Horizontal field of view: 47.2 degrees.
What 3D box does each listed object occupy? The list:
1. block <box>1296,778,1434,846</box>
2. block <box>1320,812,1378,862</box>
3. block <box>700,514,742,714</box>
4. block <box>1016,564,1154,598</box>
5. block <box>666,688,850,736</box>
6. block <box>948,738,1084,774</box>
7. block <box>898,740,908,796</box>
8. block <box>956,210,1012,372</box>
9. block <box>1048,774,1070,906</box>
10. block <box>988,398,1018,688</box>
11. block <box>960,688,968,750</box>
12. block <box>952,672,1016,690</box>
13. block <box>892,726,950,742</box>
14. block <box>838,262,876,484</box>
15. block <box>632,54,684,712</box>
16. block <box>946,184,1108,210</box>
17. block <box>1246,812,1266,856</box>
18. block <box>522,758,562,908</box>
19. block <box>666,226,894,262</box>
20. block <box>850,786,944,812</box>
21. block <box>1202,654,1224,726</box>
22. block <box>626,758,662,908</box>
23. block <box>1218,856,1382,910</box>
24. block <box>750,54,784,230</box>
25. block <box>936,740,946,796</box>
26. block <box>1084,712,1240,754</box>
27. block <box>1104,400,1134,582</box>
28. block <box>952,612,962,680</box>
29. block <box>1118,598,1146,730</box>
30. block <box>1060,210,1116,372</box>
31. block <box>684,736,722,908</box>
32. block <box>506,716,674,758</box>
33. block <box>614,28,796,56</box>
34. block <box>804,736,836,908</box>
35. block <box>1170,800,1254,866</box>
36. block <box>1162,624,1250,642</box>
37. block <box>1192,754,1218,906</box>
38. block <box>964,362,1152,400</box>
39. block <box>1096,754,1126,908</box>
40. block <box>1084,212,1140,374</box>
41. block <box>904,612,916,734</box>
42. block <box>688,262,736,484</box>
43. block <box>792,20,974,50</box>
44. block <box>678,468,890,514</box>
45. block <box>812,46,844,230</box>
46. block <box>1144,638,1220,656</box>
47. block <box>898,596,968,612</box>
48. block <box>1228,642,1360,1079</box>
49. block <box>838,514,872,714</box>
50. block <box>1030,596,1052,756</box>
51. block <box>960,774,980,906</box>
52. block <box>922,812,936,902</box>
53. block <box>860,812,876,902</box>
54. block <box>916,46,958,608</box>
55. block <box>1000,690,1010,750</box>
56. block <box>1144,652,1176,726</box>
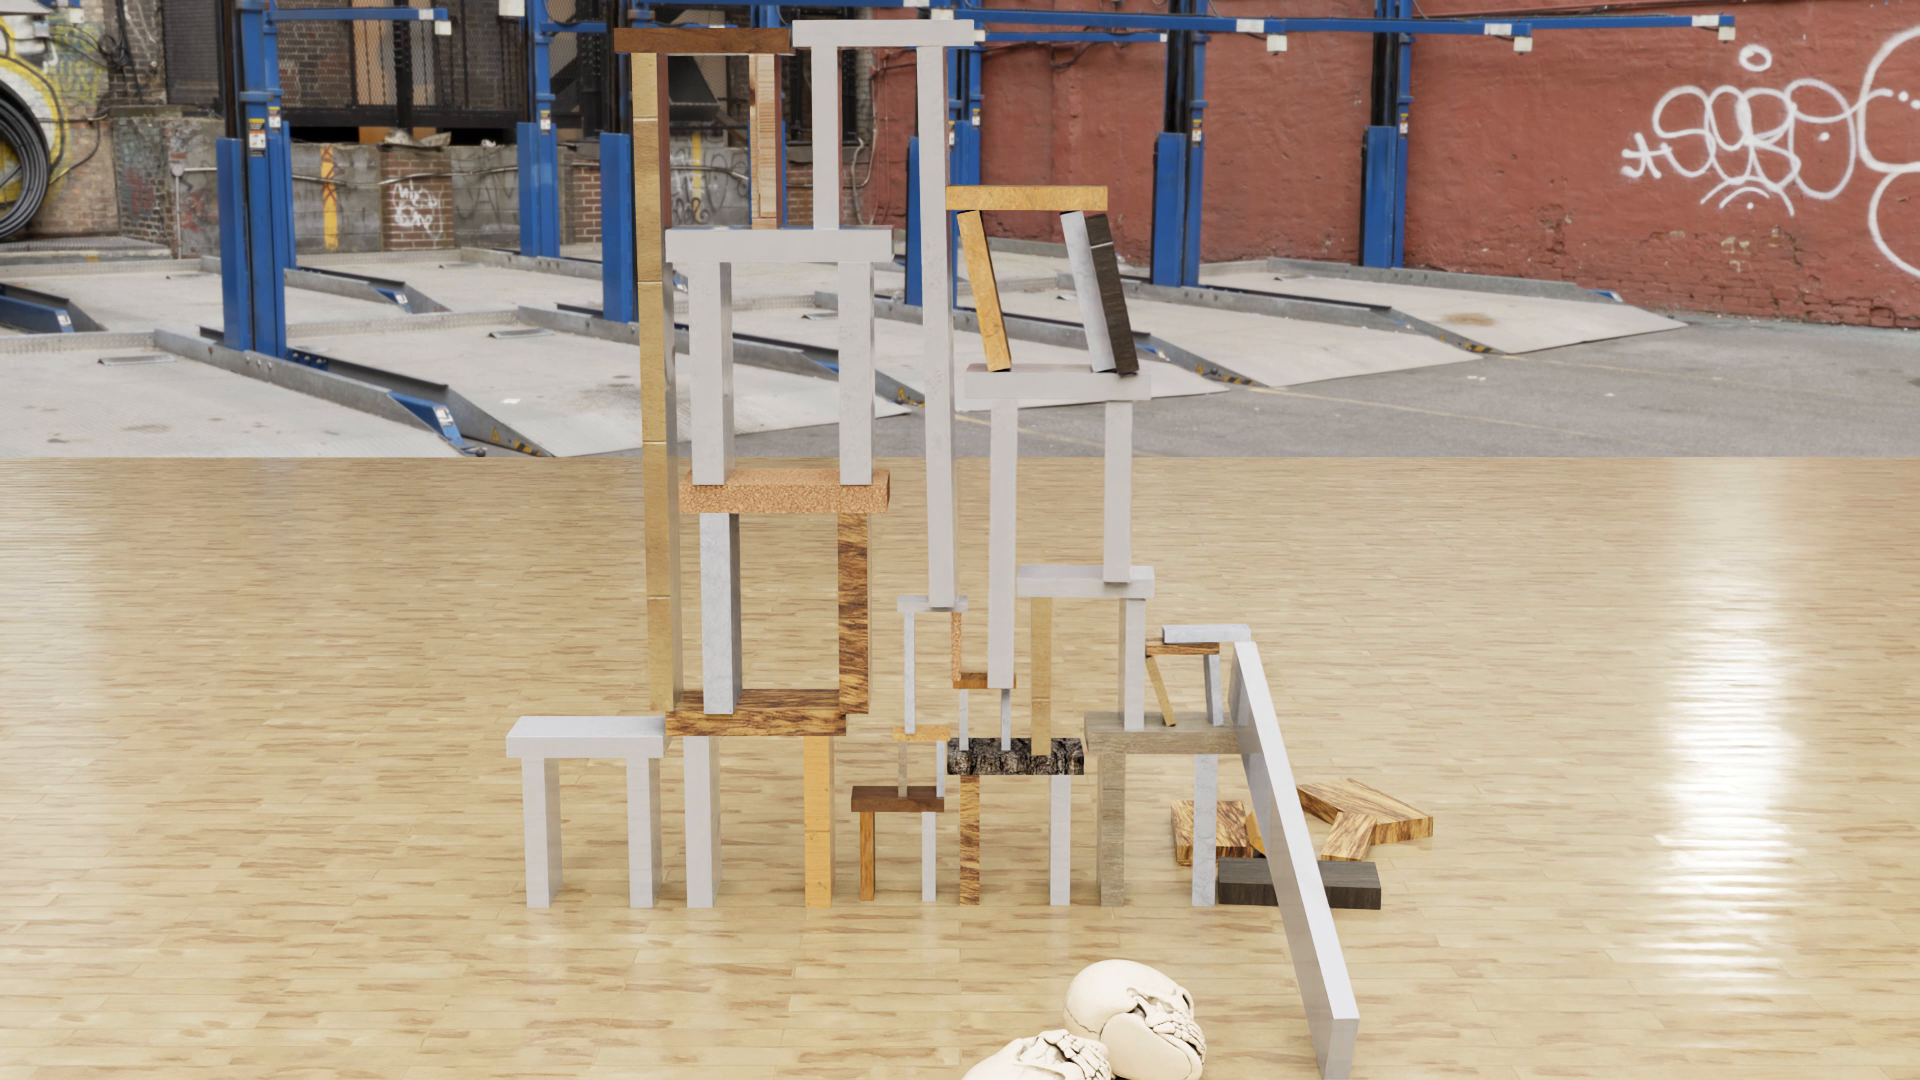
[{"bbox_3d":[0.740,0.499,4.057,0.131,0.037,0.263,-5,11,-23],"label":"block"},{"bbox_3d":[0.683,0.526,3.859,0.069,0.020,0.139,4,27,22],"label":"block"},{"bbox_3d":[-0.388,0.104,3.576,0.046,0.327,0.163,0,11,0],"label":"block"},{"bbox_3d":[0.204,0.067,3.573,0.220,0.031,0.110,1,11,3],"label":"block"},{"bbox_3d":[-0.329,0.283,3.617,0.291,0.041,0.145,0,11,0],"label":"block"},{"bbox_3d":[0.090,0.356,3.624,0.222,0.031,0.111,0,11,0],"label":"block"},{"bbox_3d":[-0.095,0.371,3.632,0.013,0.094,0.047,0,11,0],"label":"block"},{"bbox_3d":[0.039,-0.398,3.484,0.035,0.249,0.125,-11,10,4],"label":"block"},{"bbox_3d":[0.164,0.481,3.648,0.031,0.222,0.111,0,11,0],"label":"block"},{"bbox_3d":[0.068,-0.004,3.555,0.041,0.466,0.145,1,11,1],"label":"block"},{"bbox_3d":[0.006,0.289,3.617,0.015,0.103,0.052,0,11,0],"label":"block"},{"bbox_3d":[0.040,0.231,3.606,0.104,0.015,0.052,0,10,0],"label":"block"},{"bbox_3d":[-0.063,0.318,3.622,0.094,0.013,0.047,0,11,0],"label":"block"},{"bbox_3d":[-0.164,-0.273,3.506,0.049,0.347,0.174,0,11,0],"label":"block"},{"bbox_3d":[-0.481,-0.246,3.515,0.038,1.036,0.133,0,11,0],"label":"block"},{"bbox_3d":[0.106,-0.538,3.453,0.249,0.035,0.125,1,11,3],"label":"block"},{"bbox_3d":[0.538,0.525,3.859,0.069,0.020,0.139,38,10,-4],"label":"block"},{"bbox_3d":[-0.691,0.466,3.642,0.036,0.254,0.127,0,11,0],"label":"block"},{"bbox_3d":[-0.279,-0.468,3.470,0.347,0.049,0.174,0,11,0],"label":"block"},{"bbox_3d":[-0.102,0.429,3.641,0.153,0.022,0.076,0,11,0],"label":"block"},{"bbox_3d":[0.415,0.240,3.607,0.017,0.119,0.059,-6,11,-3],"label":"block"},{"bbox_3d":[-0.522,0.466,3.642,0.036,0.254,0.127,0,11,0],"label":"block"},{"bbox_3d":[0.563,0.572,3.666,0.263,0.037,0.131,1,11,6],"label":"block"},{"bbox_3d":[-0.303,-0.624,3.444,0.038,0.266,0.133,0,11,0],"label":"block"},{"bbox_3d":[-0.032,0.371,3.632,0.013,0.095,0.047,0,11,0],"label":"block"},{"bbox_3d":[0.337,0.317,3.620,0.259,0.037,0.130,0,11,0],"label":"block"},{"bbox_3d":[0.255,-0.089,3.532,0.041,0.291,0.145,1,11,5],"label":"block"},{"bbox_3d":[-0.006,0.168,3.593,0.016,0.114,0.057,0,11,0],"label":"block"},{"bbox_3d":[0.281,0.190,3.599,0.031,0.220,0.110,0,11,-2],"label":"block"},{"bbox_3d":[0.201,-0.397,3.477,0.035,0.249,0.125,-12,10,4],"label":"block"},{"bbox_3d":[-0.426,0.446,3.647,0.041,0.291,0.145,0,11,0],"label":"block"},{"bbox_3d":[-0.607,0.324,3.615,0.254,0.036,0.127,0,11,0],"label":"block"},{"bbox_3d":[-0.393,-0.773,3.416,0.266,0.038,0.133,0,11,0],"label":"block"},{"bbox_3d":[-0.232,0.446,3.647,0.041,0.291,0.145,0,11,0],"label":"block"},{"bbox_3d":[0.448,0.523,3.929,0.131,0.037,0.263,1,11,3],"label":"block"},{"bbox_3d":[0.401,0.152,3.587,0.139,0.020,0.069,-1,5,1],"label":"block"},{"bbox_3d":[0.407,0.462,3.650,0.037,0.259,0.130,1,11,7],"label":"block"},{"bbox_3d":[0.157,-0.253,3.502,0.291,0.041,0.145,1,11,4],"label":"block"},{"bbox_3d":[0.250,0.463,3.645,0.037,0.259,0.130,0,11,0],"label":"block"},{"bbox_3d":[0.237,-0.387,3.443,0.034,0.243,0.122,-12,10,4],"label":"block"},{"bbox_3d":[-0.082,0.212,3.601,0.016,0.204,0.057,0,11,0],"label":"block"},{"bbox_3d":[-0.395,-0.273,3.506,0.049,0.347,0.174,0,11,0],"label":"block"},{"bbox_3d":[-0.116,-0.785,3.418,0.276,0.039,0.138,0,10,0],"label":"block"},{"bbox_3d":[-0.279,-0.080,3.542,0.327,0.046,0.163,0,11,0],"label":"block"},{"bbox_3d":[-0.207,-0.630,3.449,0.039,0.276,0.138,0,11,0],"label":"block"},{"bbox_3d":[0.361,0.173,3.597,0.119,0.017,0.059,-1,11,-1],"label":"block"},{"bbox_3d":[-0.044,0.104,3.581,0.114,0.016,0.057,0,11,0],"label":"block"},{"bbox_3d":[0.481,0.445,3.246,0.034,0.122,0.823,-1,34,-3],"label":"block"},{"bbox_3d":[-0.170,0.104,3.576,0.046,0.327,0.163,0,11,0],"label":"block"},{"bbox_3d":[0.132,0.211,3.603,0.031,0.263,0.110,0,11,1],"label":"block"},{"bbox_3d":[0.016,0.481,3.648,0.031,0.222,0.111,0,11,0],"label":"block"},{"bbox_3d":[-0.051,0.514,3.657,0.022,0.153,0.076,0,10,0],"label":"block"},{"bbox_3d":[-0.153,0.514,3.657,0.022,0.153,0.077,0,11,0],"label":"block"},{"bbox_3d":[-0.034,-0.336,3.503,0.039,0.875,0.138,-1,10,3],"label":"block"},{"bbox_3d":[0.075,0.289,3.617,0.015,0.104,0.052,0,11,0],"label":"block"},{"bbox_3d":[0.326,0.241,3.606,0.017,0.119,0.059,-19,10,4],"label":"block"}]
